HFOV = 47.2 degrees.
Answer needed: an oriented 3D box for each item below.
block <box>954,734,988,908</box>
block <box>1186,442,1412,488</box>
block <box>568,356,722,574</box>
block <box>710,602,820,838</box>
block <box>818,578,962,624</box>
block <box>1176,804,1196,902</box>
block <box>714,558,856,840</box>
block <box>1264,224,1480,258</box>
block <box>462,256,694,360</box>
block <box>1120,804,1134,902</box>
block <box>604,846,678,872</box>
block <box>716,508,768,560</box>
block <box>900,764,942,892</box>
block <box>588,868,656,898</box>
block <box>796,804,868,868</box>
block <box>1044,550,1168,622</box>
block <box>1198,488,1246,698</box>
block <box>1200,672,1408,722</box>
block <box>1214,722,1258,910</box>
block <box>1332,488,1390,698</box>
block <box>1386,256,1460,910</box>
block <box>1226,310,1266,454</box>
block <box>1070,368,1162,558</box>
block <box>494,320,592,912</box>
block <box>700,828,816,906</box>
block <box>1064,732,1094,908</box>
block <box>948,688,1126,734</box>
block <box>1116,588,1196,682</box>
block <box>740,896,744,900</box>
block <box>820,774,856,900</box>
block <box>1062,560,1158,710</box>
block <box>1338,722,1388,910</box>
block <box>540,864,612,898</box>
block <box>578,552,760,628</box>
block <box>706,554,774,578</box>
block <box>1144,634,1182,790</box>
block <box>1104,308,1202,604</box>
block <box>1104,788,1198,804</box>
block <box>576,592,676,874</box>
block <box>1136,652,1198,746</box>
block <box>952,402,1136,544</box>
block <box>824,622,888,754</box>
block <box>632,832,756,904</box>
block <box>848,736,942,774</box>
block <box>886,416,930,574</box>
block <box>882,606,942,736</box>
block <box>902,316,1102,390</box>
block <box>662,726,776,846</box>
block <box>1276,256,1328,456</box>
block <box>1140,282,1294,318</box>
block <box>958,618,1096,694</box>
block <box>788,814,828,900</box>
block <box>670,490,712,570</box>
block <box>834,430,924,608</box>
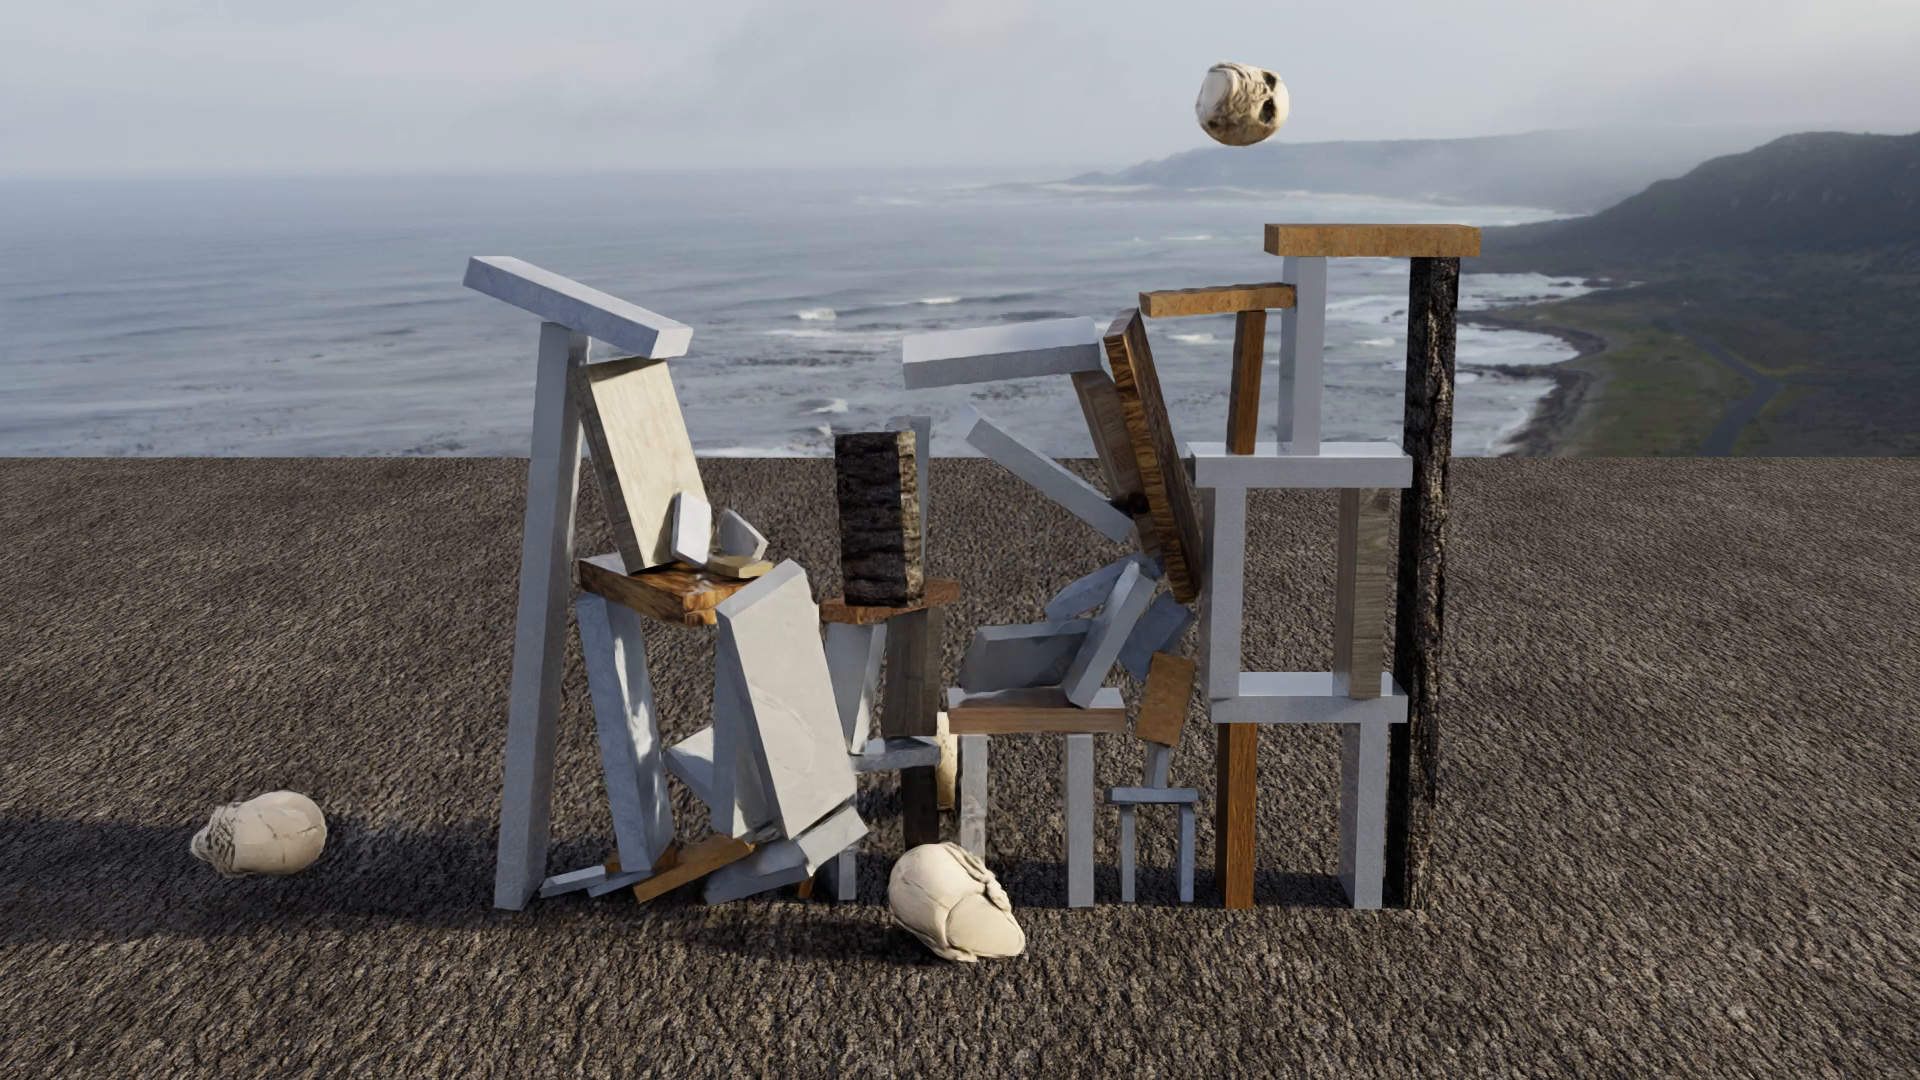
[{"bbox_3d":[0.017,0.447,3.642,0.041,0.287,0.144,1,9,-4],"label":"block"},{"bbox_3d":[0.540,-0.122,3.533,0.340,0.048,0.170,0,11,1],"label":"block"},{"bbox_3d":[-0.496,-0.123,3.468,0.046,0.327,0.163,-17,0,42],"label":"block"},{"bbox_3d":[-0.305,0.276,3.433,0.049,0.347,0.174,21,28,34],"label":"block"},{"bbox_3d":[-0.116,0.101,3.670,0.215,0.030,0.108,-13,10,-37],"label":"block"},{"bbox_3d":[0.375,0.519,3.654,0.021,0.145,0.072,0,11,0],"label":"block"},{"bbox_3d":[-0.261,0.250,3.350,0.139,0.488,0.039,-34,47,-25],"label":"block"},{"bbox_3d":[0.647,-0.474,3.472,0.311,0.044,0.156,0,11,0],"label":"block"},{"bbox_3d":[-0.601,-0.368,3.473,0.327,0.046,0.163,22,11,9],"label":"block"},{"bbox_3d":[0.277,0.519,3.654,0.021,0.145,0.072,-1,11,0],"label":"block"},{"bbox_3d":[-0.530,0.530,3.654,0.113,0.016,0.056,-7,11,5],"label":"block"},{"bbox_3d":[-0.351,0.002,3.501,0.017,0.059,0.117,16,16,-42],"label":"block"},{"bbox_3d":[-0.066,0.476,3.670,0.029,0.208,0.104,-3,1,-18],"label":"block"},{"bbox_3d":[-0.561,0.562,3.666,0.113,0.016,0.056,-20,10,5],"label":"block"},{"bbox_3d":[-0.203,0.472,3.507,0.104,0.052,0.015,-34,13,-10],"label":"block"},{"bbox_3d":[0.265,0.068,3.748,0.236,0.033,0.118,-27,8,34],"label":"block"},{"bbox_3d":[0.425,0.070,3.569,0.048,0.340,0.170,1,11,1],"label":"block"},{"bbox_3d":[0.562,0.258,3.611,0.315,0.045,0.158,0,11,0],"label":"block"},{"bbox_3d":[0.457,0.434,3.644,0.045,0.315,0.158,0,11,0],"label":"block"},{"bbox_3d":[0.650,0.070,3.569,0.048,0.340,0.170,1,11,0],"label":"block"},{"bbox_3d":[0.749,0.069,3.574,0.044,1.059,0.156,0,11,0],"label":"block"},{"bbox_3d":[0.456,-0.257,3.508,0.032,0.226,0.113,4,11,0],"label":"block"},{"bbox_3d":[0.263,-0.139,3.635,0.044,0.314,0.157,-23,29,-3],"label":"block"},{"bbox_3d":[-0.678,0.119,3.578,0.046,0.960,0.163,7,11,1],"label":"block"},{"bbox_3d":[-0.317,0.533,3.601,0.207,0.029,0.104,-19,23,27],"label":"block"},{"bbox_3d":[0.196,0.447,3.646,0.041,0.287,0.144,-1,10,0],"label":"block"},{"bbox_3d":[0.124,0.282,3.636,0.287,0.041,0.144,0,9,-1],"label":"block"},{"bbox_3d":[0.323,0.158,3.665,0.020,0.143,0.072,28,17,-43],"label":"block"},{"bbox_3d":[-0.317,0.539,3.660,0.134,0.019,0.067,-32,27,5],"label":"block"},{"bbox_3d":[-0.202,0.484,3.661,0.029,0.208,0.104,-2,9,-20],"label":"block"},{"bbox_3d":[0.243,0.153,3.592,0.033,0.236,0.118,27,8,-8],"label":"block"},{"bbox_3d":[0.667,0.434,3.644,0.045,0.315,0.158,0,11,0],"label":"block"},{"bbox_3d":[-0.640,0.568,3.667,0.113,0.016,0.056,-14,10,3],"label":"block"},{"bbox_3d":[-0.441,0.068,3.457,0.174,0.049,0.347,-11,15,-34],"label":"block"},{"bbox_3d":[-0.339,0.041,3.392,0.059,0.017,0.117,-9,10,-29],"label":"block"},{"bbox_3d":[0.344,0.269,3.699,0.020,0.305,0.072,9,-12,-7],"label":"block"},{"bbox_3d":[0.322,-0.133,3.575,0.032,0.483,0.113,-7,26,23],"label":"block"},{"bbox_3d":[0.317,0.427,3.658,0.145,0.021,0.072,2,-11,-8],"label":"block"},{"bbox_3d":[-0.547,0.299,3.610,0.049,0.455,0.174,-7,11,7],"label":"block"},{"bbox_3d":[0.340,0.262,3.619,0.072,0.143,0.020,13,1,12],"label":"block"},{"bbox_3d":[0.136,-0.112,3.632,0.314,0.044,0.157,33,6,-14],"label":"block"},{"bbox_3d":[-0.187,0.240,3.636,0.108,0.215,0.030,5,-7,44],"label":"block"},{"bbox_3d":[-0.437,0.533,3.656,0.207,0.029,0.103,-25,8,8],"label":"block"},{"bbox_3d":[-0.145,0.358,3.658,0.208,0.029,0.104,-6,9,-14],"label":"block"},{"bbox_3d":[-0.093,-0.068,3.708,0.039,0.277,0.139,2,0,-17],"label":"block"},{"bbox_3d":[-0.080,0.221,3.700,0.030,0.215,0.108,7,-6,-39],"label":"block"},{"bbox_3d":[0.065,-0.305,3.569,0.314,0.044,0.157,-6,22,1],"label":"block"},{"bbox_3d":[-0.372,0.396,3.557,0.207,0.029,0.103,41,38,19],"label":"block"},{"bbox_3d":[0.544,-0.299,3.504,0.044,0.311,0.156,0,11,-1],"label":"block"},{"bbox_3d":[0.405,-0.380,3.476,0.226,0.032,0.113,-5,11,-3],"label":"block"},{"bbox_3d":[0.121,0.194,3.685,0.236,0.118,0.033,-3,41,-31],"label":"block"},{"bbox_3d":[-0.250,0.524,3.660,0.019,0.134,0.067,16,5,-18],"label":"block"},{"bbox_3d":[-0.421,-0.016,3.446,0.059,0.117,0.017,29,-45,-35],"label":"block"},{"bbox_3d":[-0.129,-0.033,3.511,0.139,0.277,0.039,0,5,41],"label":"block"}]
